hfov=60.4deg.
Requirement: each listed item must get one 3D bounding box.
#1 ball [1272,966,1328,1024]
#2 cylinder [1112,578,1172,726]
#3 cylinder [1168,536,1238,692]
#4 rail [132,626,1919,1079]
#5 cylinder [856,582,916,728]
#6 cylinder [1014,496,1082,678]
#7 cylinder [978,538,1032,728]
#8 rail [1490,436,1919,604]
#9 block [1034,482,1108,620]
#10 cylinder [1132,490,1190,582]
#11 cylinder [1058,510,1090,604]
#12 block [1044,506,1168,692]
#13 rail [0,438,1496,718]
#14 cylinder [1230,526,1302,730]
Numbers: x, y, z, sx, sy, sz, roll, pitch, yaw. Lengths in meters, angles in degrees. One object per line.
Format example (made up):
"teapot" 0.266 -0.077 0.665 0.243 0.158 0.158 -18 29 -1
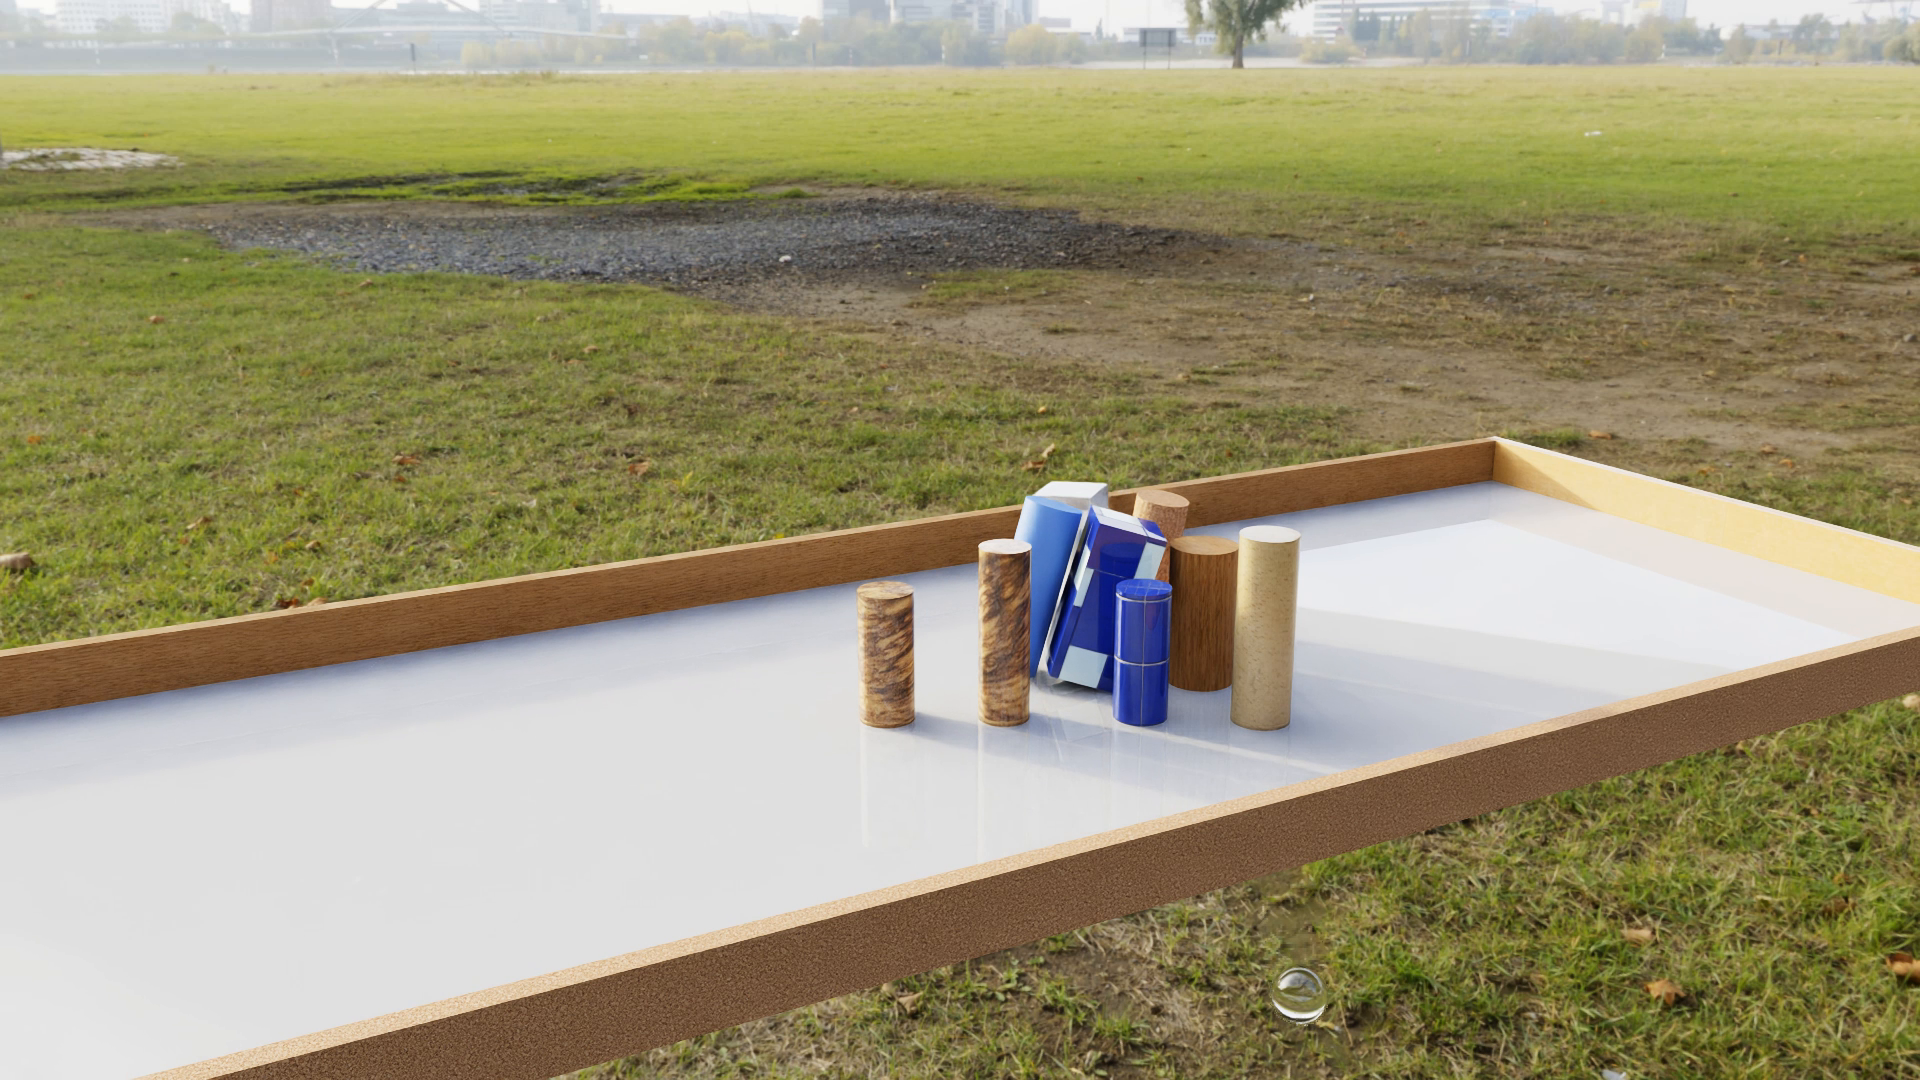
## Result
"ball" 1.527 2.047 7.420 0.246 0.246 0.246 0 16 0
"cylinder" 0.429 0.264 3.882 0.131 0.323 0.131 0 16 0
"cylinder" 0.602 0.182 4.110 0.169 0.353 0.169 0 16 0
"rail" -2.336 1.006 1.665 12.000 0.150 0.050 -9 18 -27
"cylinder" -0.173 0.269 3.874 0.133 0.319 0.133 0 16 0
"cylinder" 0.178 0.117 4.146 0.148 0.433 0.148 15 10 -3
"cylinder" 0.104 0.218 3.862 0.123 0.424 0.123 0 16 0
"rail" 2.466 -0.048 5.253 0.050 0.150 2.100 -9 18 -27
"block" 0.315 0.031 4.606 0.165 0.355 0.165 3 16 21
"cylinder" 0.488 0.089 4.283 0.135 0.418 0.135 8 19 -3
"cylinder" 0.350 0.105 4.395 0.167 0.331 0.167 2 19 -1
"block" 0.355 0.145 4.087 0.171 0.405 0.171 15 15 -7
"rail" -3.305 0.497 3.399 12.000 0.150 0.050 -9 18 -27
"cylinder" 0.711 0.206 3.844 0.140 0.458 0.140 0 16 0
